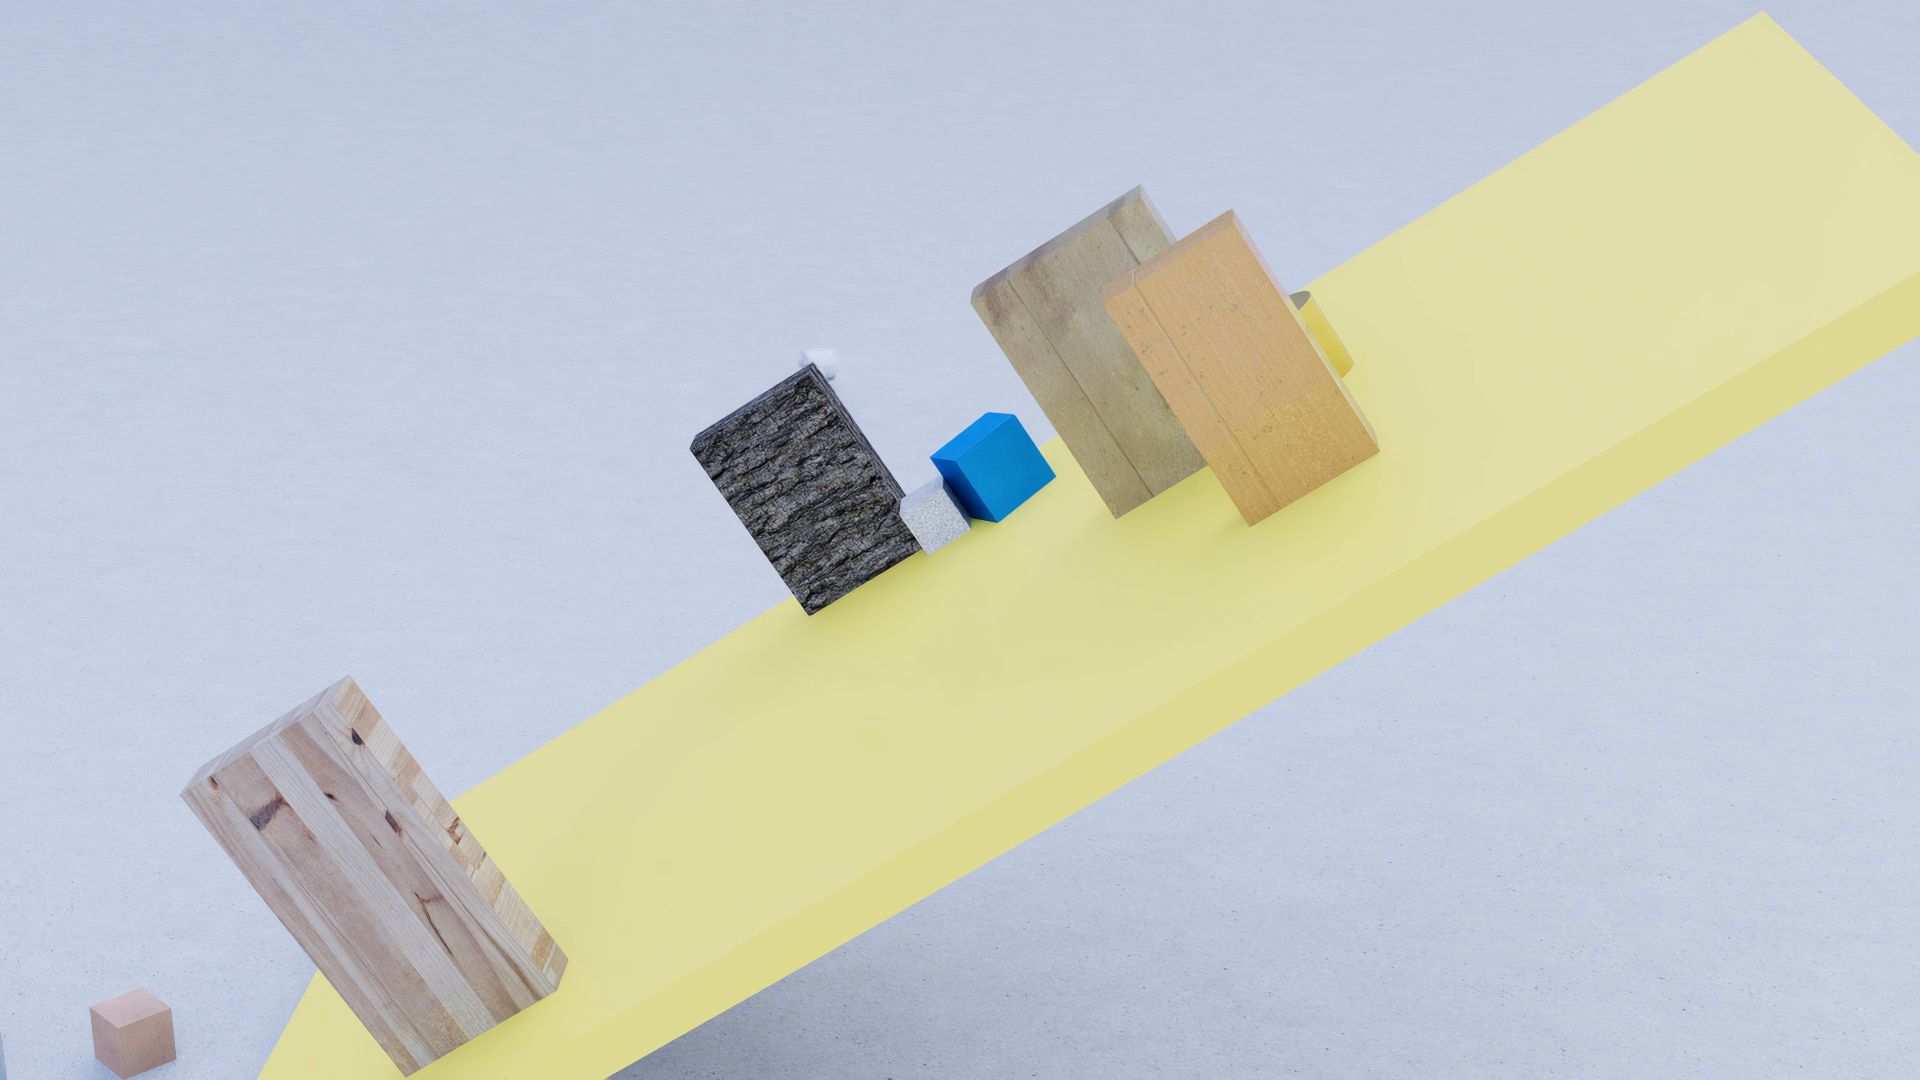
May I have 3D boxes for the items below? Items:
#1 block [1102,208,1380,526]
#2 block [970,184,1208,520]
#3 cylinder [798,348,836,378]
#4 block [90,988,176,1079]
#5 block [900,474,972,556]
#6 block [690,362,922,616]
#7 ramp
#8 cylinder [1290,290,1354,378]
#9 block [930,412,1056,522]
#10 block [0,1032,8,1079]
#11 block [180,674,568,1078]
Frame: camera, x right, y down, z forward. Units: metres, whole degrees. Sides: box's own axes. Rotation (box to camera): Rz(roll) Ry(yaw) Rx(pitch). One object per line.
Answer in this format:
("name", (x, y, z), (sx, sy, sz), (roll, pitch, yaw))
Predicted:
("block", (0.549, -0.334, 5.738), (0.296, 0.540, 0.123), (-31, 15, 14))
("block", (0.359, -0.398, 6.273), (0.424, 0.574, 0.118), (-31, 15, 14))
("cylinder", (-0.569, -0.699, 11.754), (0.118, 0.118, 0.118), (-9, 22, -23))
("block", (-1.907, 1.137, 6.784), (0.134, 0.134, 0.134), (-18, 27, -40))
("block", (-0.058, -0.062, 7.000), (0.122, 0.122, 0.122), (-32, 15, 11))
("block", (-0.357, -0.120, 7.071), (0.347, 0.507, 0.104), (-31, 15, 14))
("ramp", (0.139, 0.171, 6.296), (4.000, 0.100, 2.000), (-31, 15, 14))
("cylinder", (0.721, -0.410, 6.307), (0.178, 0.178, 0.178), (-32, 15, 10))
("block", (0.077, -0.173, 6.939), (0.181, 0.181, 0.181), (-38, 15, -13))
("block", (-2.266, 1.173, 6.671), (0.147, 0.147, 0.147), (-15, 25, -35))
("block", (-1.164, 0.677, 5.881), (0.382, 0.743, 0.130), (-31, 15, 14))
